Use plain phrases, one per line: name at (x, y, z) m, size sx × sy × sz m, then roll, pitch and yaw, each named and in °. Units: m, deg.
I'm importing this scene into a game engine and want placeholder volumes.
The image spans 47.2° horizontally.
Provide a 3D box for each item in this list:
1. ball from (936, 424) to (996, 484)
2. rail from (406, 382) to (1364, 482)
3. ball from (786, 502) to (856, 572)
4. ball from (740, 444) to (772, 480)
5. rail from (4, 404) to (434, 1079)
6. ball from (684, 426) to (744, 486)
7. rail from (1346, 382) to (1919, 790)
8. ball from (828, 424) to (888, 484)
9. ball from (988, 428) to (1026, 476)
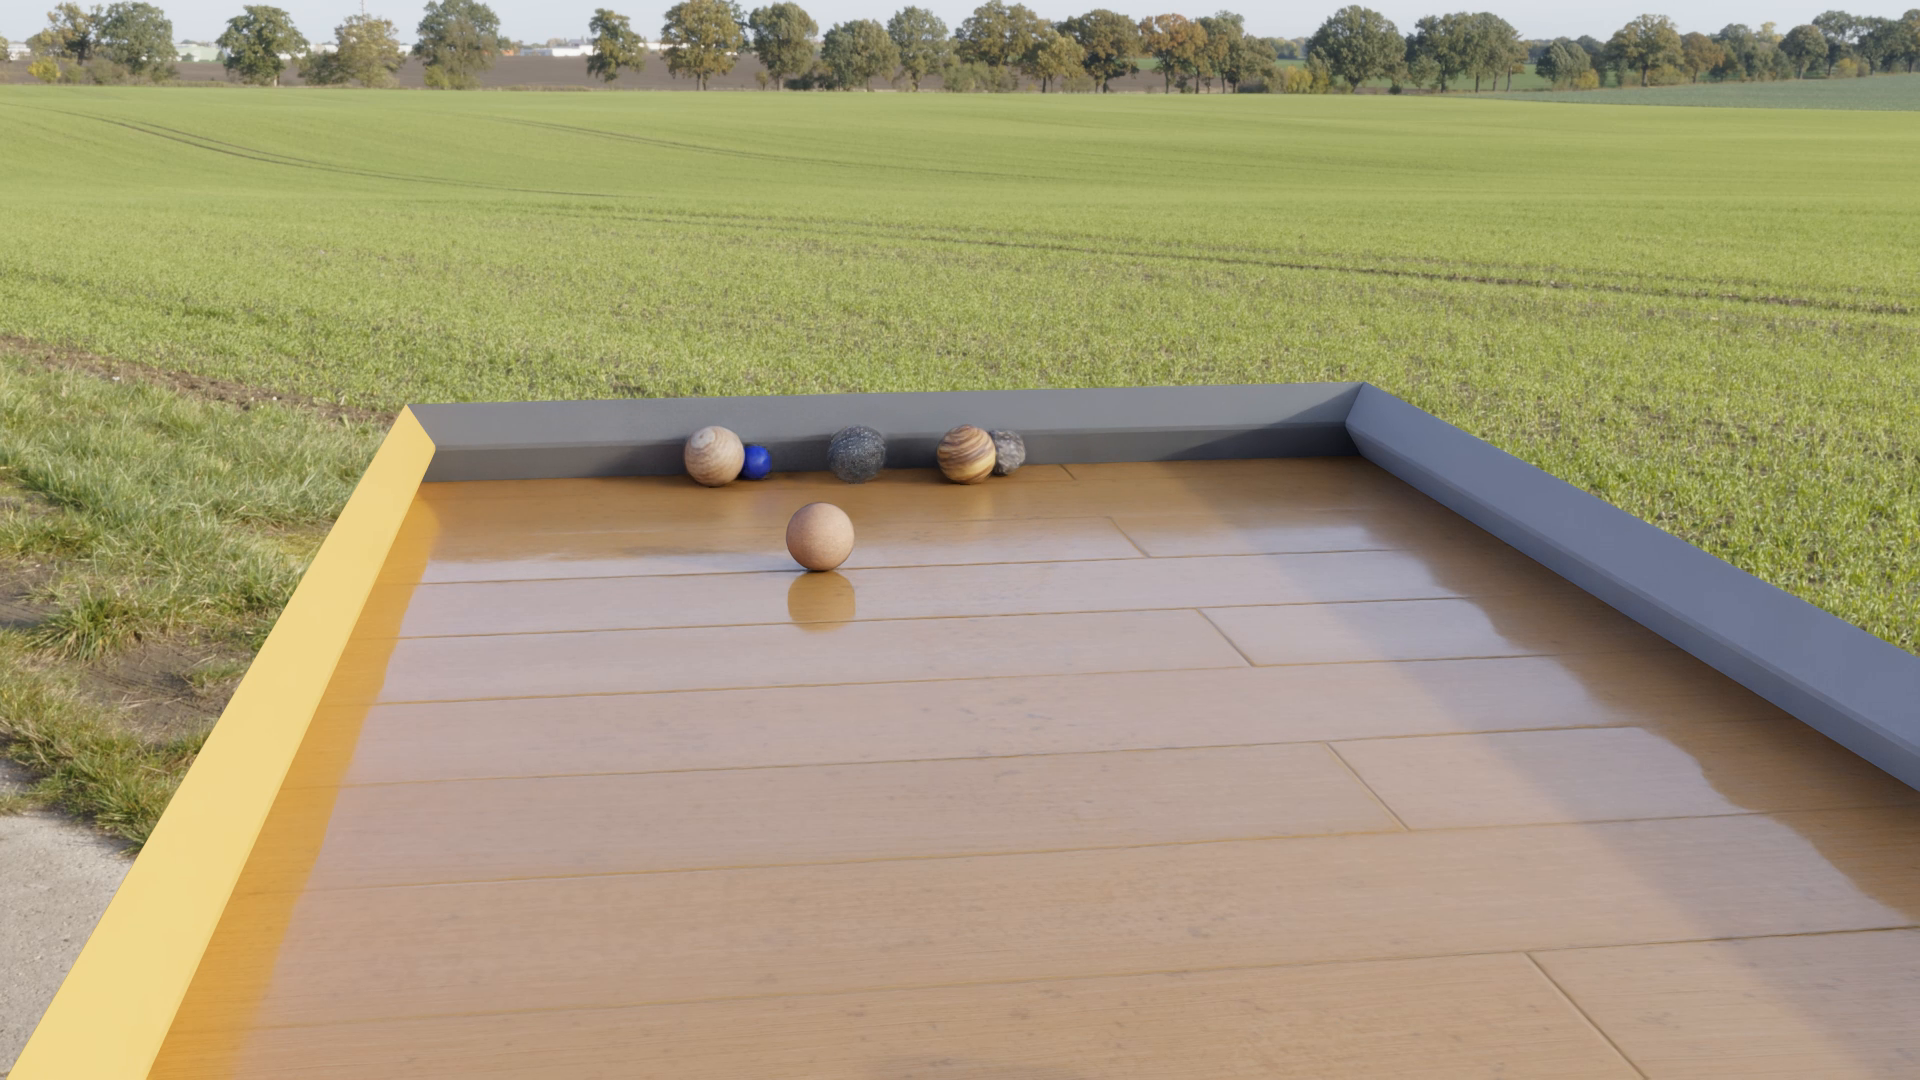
ball at (0.010, -0.129, 3.311) m, size 0.089 × 0.089 × 0.089 m, roll 0°, pitch 13°, yaw 0°
rail at (-0.090, -0.165, 3.396) m, size 1.496 × 0.118 × 0.045 m, roll -2°, pitch 14°, yaw -8°
ball at (-0.177, -0.004, 2.789) m, size 0.088 × 0.088 × 0.088 m, roll 0°, pitch 13°, yaw 0°
ball at (-0.313, -0.117, 3.340) m, size 0.054 × 0.054 × 0.054 m, roll 0°, pitch 13°, yaw 0°
rail at (-0.624, 0.154, 2.053) m, size 0.045 × 0.118 × 2.628 m, roll -2°, pitch 14°, yaw -8°
ball at (-0.368, -0.126, 3.294) m, size 0.091 × 0.091 × 0.091 m, roll 0°, pitch 13°, yaw 0°
rail at (0.811, 0.106, 2.254) m, size 0.045 × 0.118 × 2.628 m, roll -2°, pitch 14°, yaw -8°
ball at (-0.154, -0.130, 3.317) m, size 0.088 × 0.088 × 0.088 m, roll 0°, pitch 13°, yaw 0°
ball at (0.064, -0.134, 3.372) m, size 0.072 × 0.072 × 0.072 m, roll 0°, pitch 13°, yaw 0°
